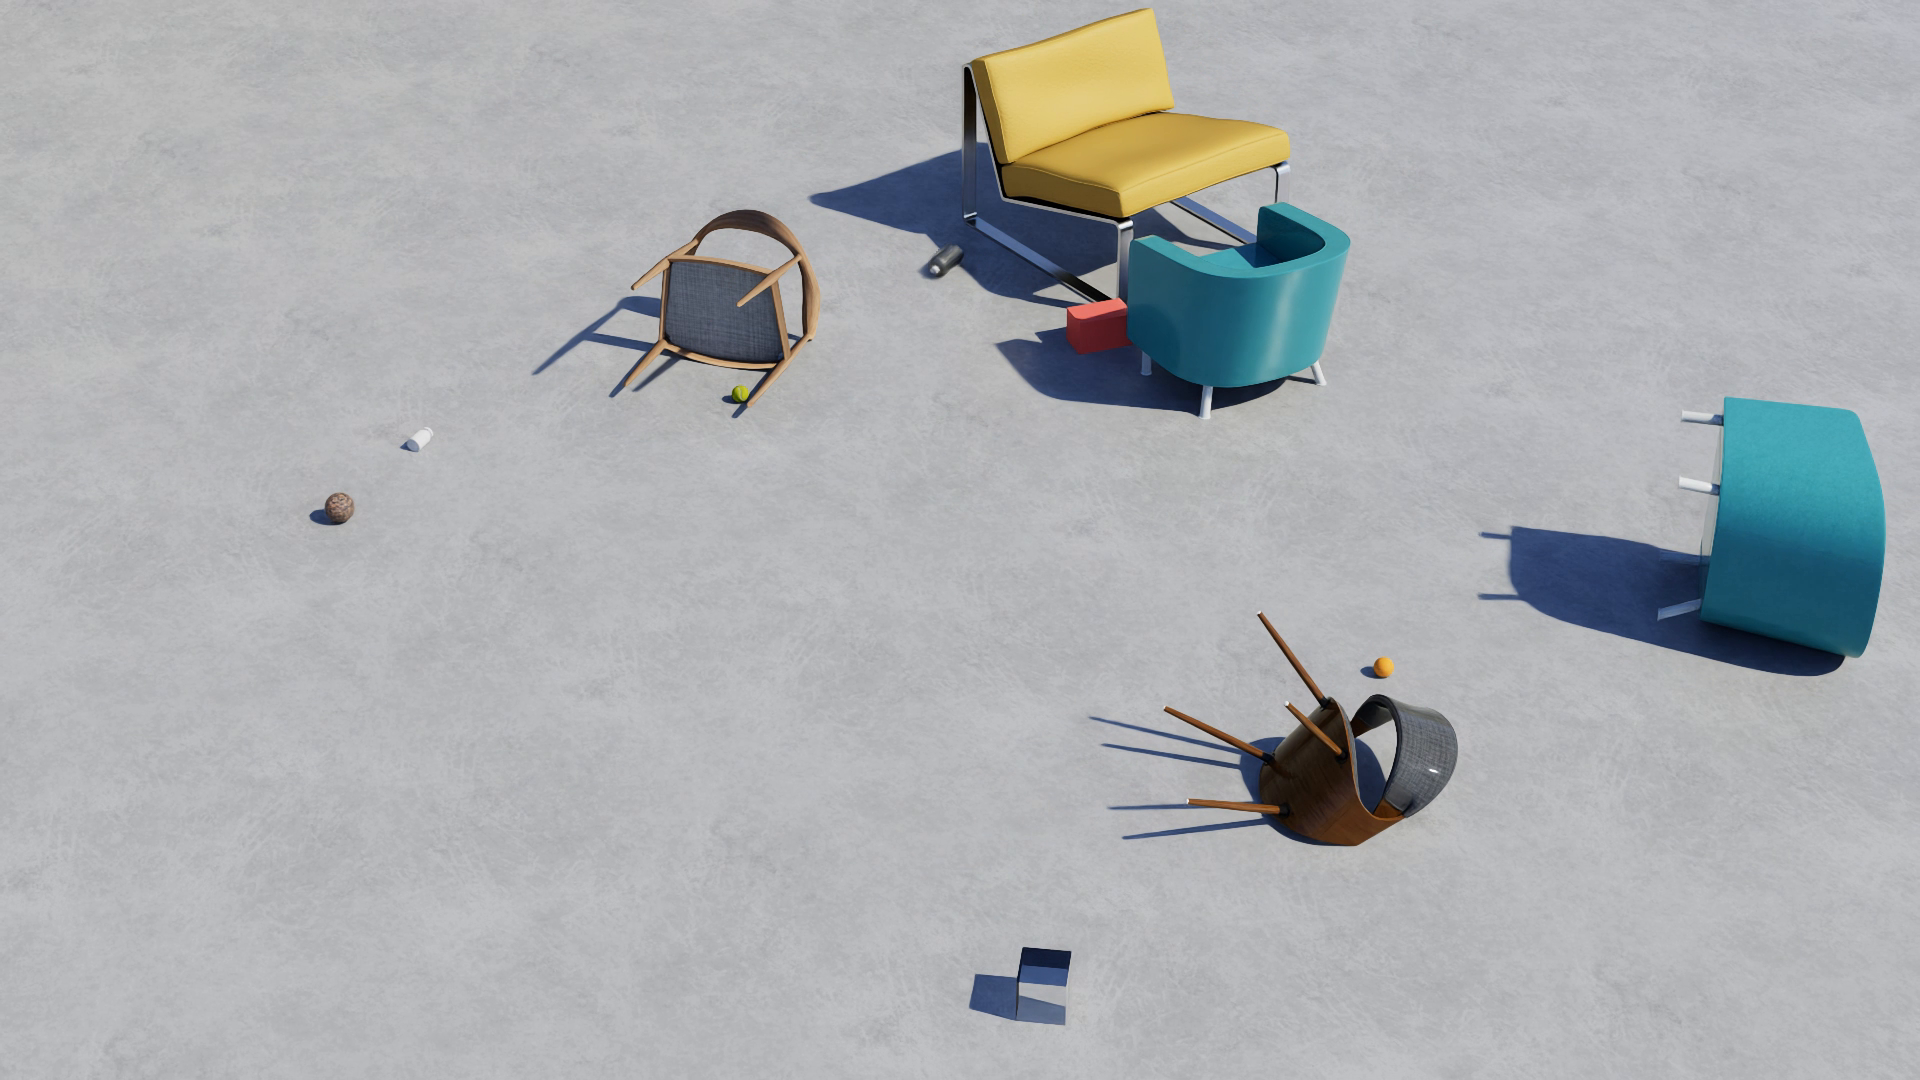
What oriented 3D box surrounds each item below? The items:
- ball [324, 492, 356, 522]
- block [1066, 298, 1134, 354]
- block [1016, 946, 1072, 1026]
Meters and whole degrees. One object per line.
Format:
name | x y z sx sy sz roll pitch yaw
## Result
ball | -2.333 -0.123 11.029 0.113 0.113 0.113 0 33 0
block | 0.579 -0.886 12.156 0.238 0.146 0.145 -11 35 -17
block | 0.251 1.335 8.778 0.149 0.155 0.158 4 34 6
